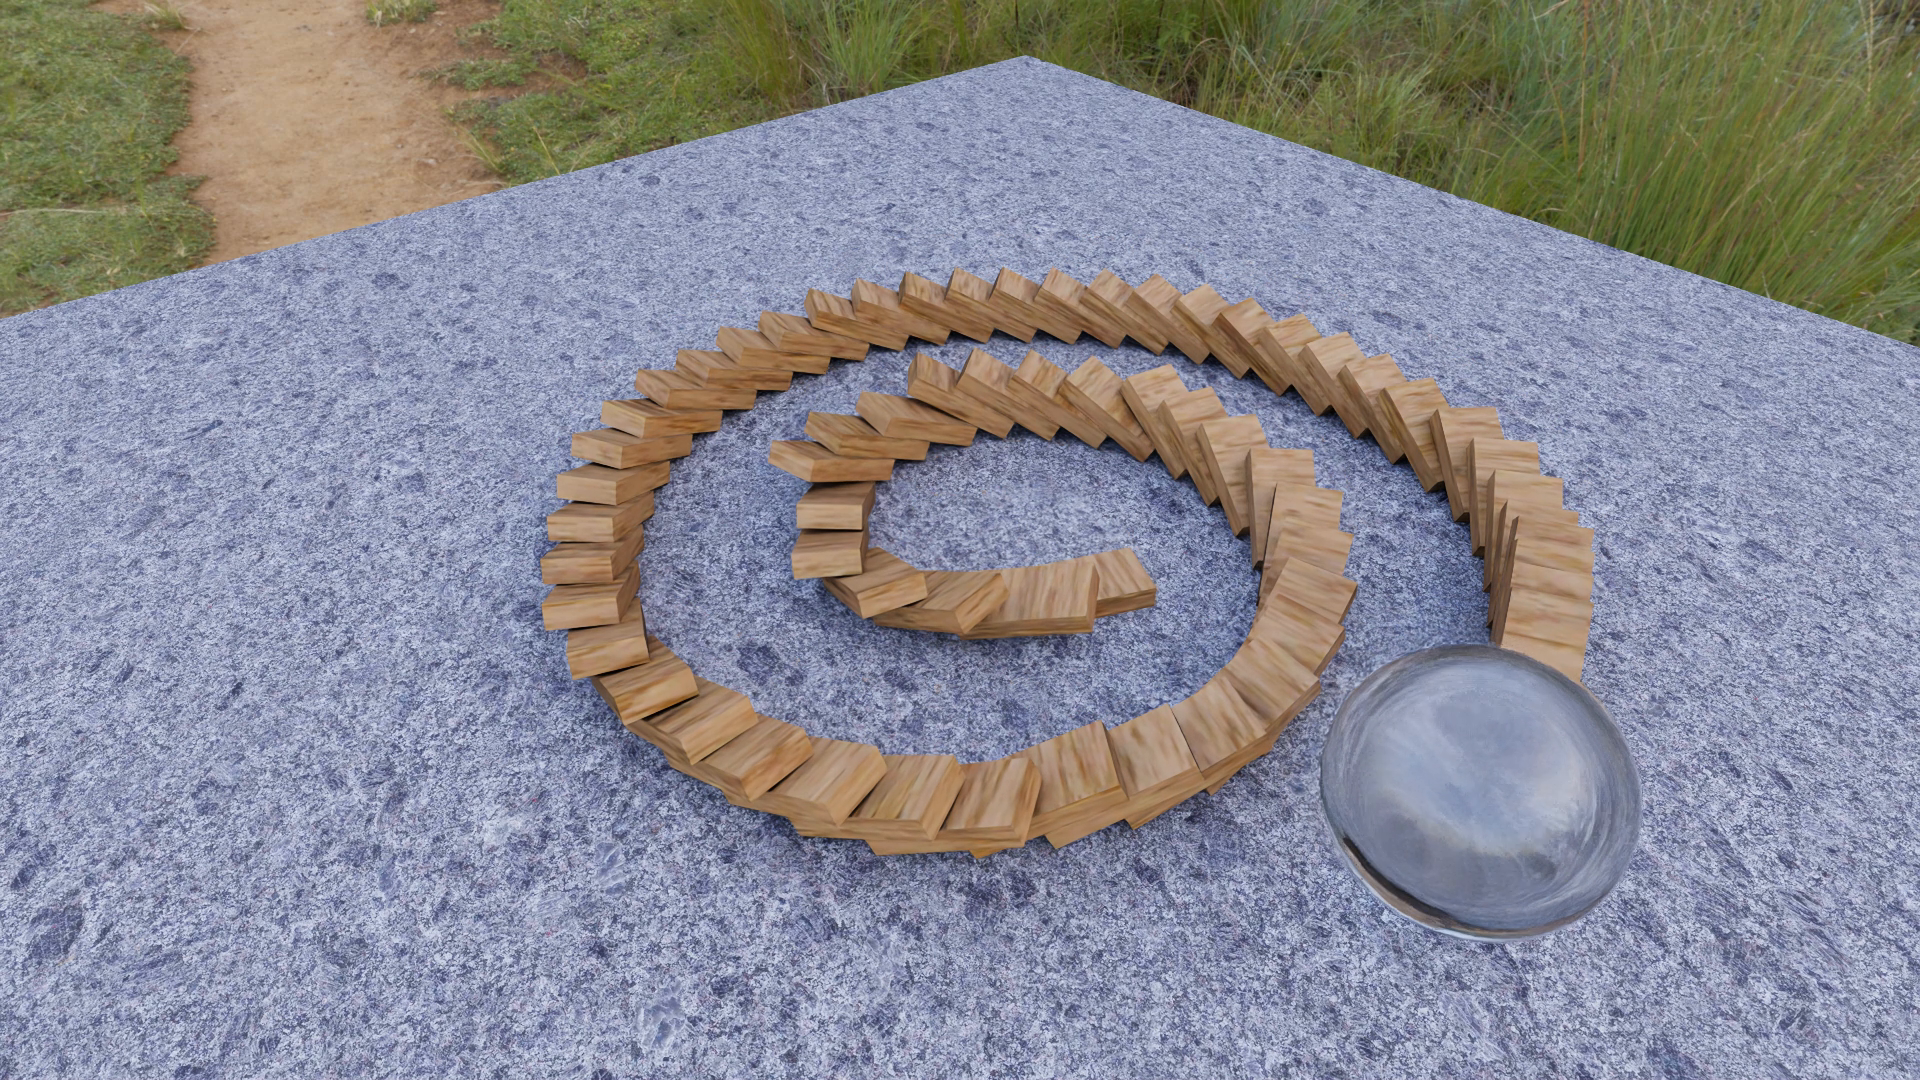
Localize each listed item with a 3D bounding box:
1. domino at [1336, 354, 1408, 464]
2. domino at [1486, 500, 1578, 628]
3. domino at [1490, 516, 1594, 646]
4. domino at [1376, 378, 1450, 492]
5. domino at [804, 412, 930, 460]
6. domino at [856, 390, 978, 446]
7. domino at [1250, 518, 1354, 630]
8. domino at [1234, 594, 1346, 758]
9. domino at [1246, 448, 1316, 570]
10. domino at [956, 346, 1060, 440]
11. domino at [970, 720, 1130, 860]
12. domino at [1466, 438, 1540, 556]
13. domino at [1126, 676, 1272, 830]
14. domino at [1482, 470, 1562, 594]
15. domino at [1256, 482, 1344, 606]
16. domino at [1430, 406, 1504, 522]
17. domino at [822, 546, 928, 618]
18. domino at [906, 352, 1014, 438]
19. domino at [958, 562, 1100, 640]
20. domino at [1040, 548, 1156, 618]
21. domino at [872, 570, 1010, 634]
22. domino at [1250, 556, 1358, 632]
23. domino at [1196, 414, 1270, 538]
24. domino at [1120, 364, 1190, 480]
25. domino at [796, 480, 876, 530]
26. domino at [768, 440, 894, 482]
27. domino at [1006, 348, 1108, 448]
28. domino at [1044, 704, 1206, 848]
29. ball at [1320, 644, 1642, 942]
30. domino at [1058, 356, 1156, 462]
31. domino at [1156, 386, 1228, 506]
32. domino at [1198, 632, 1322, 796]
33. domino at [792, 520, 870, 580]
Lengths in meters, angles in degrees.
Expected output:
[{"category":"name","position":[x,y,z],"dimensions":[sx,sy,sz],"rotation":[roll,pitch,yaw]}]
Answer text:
[{"category":"domino","position":[0.196,-0.060,0.501],"dimensions":[0.025,0.010,0.050],"rotation":[-16,67,-19]},{"category":"domino","position":[0.215,0.011,0.413],"dimensions":[0.025,0.009,0.050],"rotation":[12,68,14]},{"category":"domino","position":[0.209,0.019,0.396],"dimensions":[0.025,0.010,0.050],"rotation":[12,83,14]},{"category":"domino","position":[0.207,-0.047,0.485],"dimensions":[0.025,0.010,0.050],"rotation":[-12,65,-14]},{"category":"domino","position":[-0.040,-0.045,0.481],"dimensions":[0.050,0.009,0.025],"rotation":[0,27,-45]},{"category":"domino","position":[-0.019,-0.054,0.493],"dimensions":[0.050,0.009,0.025],"rotation":[2,30,-42]},{"category":"domino","position":[0.126,0.018,0.405],"dimensions":[0.025,0.010,0.050],"rotation":[16,68,19]},{"category":"domino","position":[0.105,0.045,0.371],"dimensions":[0.025,0.010,0.050],"rotation":[31,75,32]},{"category":"domino","position":[0.130,-0.012,0.442],"dimensions":[0.025,0.010,0.050],"rotation":[2,66,2]},{"category":"domino","position":[0.024,-0.068,0.508],"dimensions":[0.050,0.010,0.025],"rotation":[29,38,-9]},{"category":"domino","position":[0.024,0.076,0.335],"dimensions":[0.050,0.010,0.025],"rotation":[-24,38,11]},{"category":"domino","position":[0.222,-0.017,0.448],"dimensions":[0.025,0.009,0.050],"rotation":[6,65,7]},{"category":"domino","position":[0.069,0.067,0.346],"dimensions":[0.050,0.010,0.025],"rotation":[-31,43,2]},{"category":"domino","position":[0.220,-0.002,0.430],"dimensions":[0.025,0.010,0.050],"rotation":[10,66,11]},{"category":"domino","position":[0.131,0.003,0.423],"dimensions":[0.025,0.010,0.050],"rotation":[11,66,12]},{"category":"domino","position":[0.219,-0.032,0.466],"dimensions":[0.025,0.009,0.050],"rotation":[-1,65,-2]},{"category":"domino","position":[-0.033,0.015,0.408],"dimensions":[0.025,0.010,0.050],"rotation":[-18,17,-19]},{"category":"domino","position":[0.000,-0.067,0.506],"dimensions":[0.050,0.009,0.025],"rotation":[23,33,-17]},{"category":"domino","position":[0.024,0.022,0.401],"dimensions":[0.050,0.010,0.025],"rotation":[-5,46,22]},{"category":"domino","position":[0.047,0.019,0.421],"dimensions":[0.050,0.010,0.025],"rotation":[-11,41,-13]},{"category":"domino","position":[-0.009,0.022,0.399],"dimensions":[0.050,0.009,0.025],"rotation":[0,30,49]},{"category":"domino","position":[0.117,0.033,0.387],"dimensions":[0.025,0.009,0.050],"rotation":[24,71,26]},{"category":"domino","position":[0.119,-0.027,0.460],"dimensions":[0.025,0.010,0.050],"rotation":[-10,67,-12]},{"category":"domino","position":[0.095,-0.053,0.491],"dimensions":[0.025,0.010,0.050],"rotation":[-20,70,-25]},{"category":"domino","position":[-0.049,-0.015,0.445],"dimensions":[0.025,0.010,0.050],"rotation":[1,14,1]},{"category":"domino","position":[-0.054,-0.034,0.466],"dimensions":[0.025,0.009,0.050],"rotation":[25,18,33]},{"category":"domino","position":[0.047,-0.065,0.506],"dimensions":[0.050,0.010,0.025],"rotation":[33,42,-3]},{"category":"domino","position":[0.047,0.073,0.339],"dimensions":[0.050,0.009,0.025],"rotation":[-26,40,7]},{"category":"ball","position":[0.141,0.069,0.304],"dimensions":[0.080,0.080,0.080],"rotation":[0,39,0]},{"category":"domino","position":[0.071,-0.060,0.500],"dimensions":[0.050,0.010,0.025],"rotation":[41,49,6]},{"category":"domino","position":[0.108,-0.041,0.476],"dimensions":[0.025,0.010,0.050],"rotation":[-16,69,-20]},{"category":"domino","position":[0.090,0.056,0.358],"dimensions":[0.050,0.009,0.025],"rotation":[-41,51,-6]},{"category":"domino","position":[-0.049,0.002,0.425],"dimensions":[0.025,0.010,0.050],"rotation":[-4,16,0]}]
